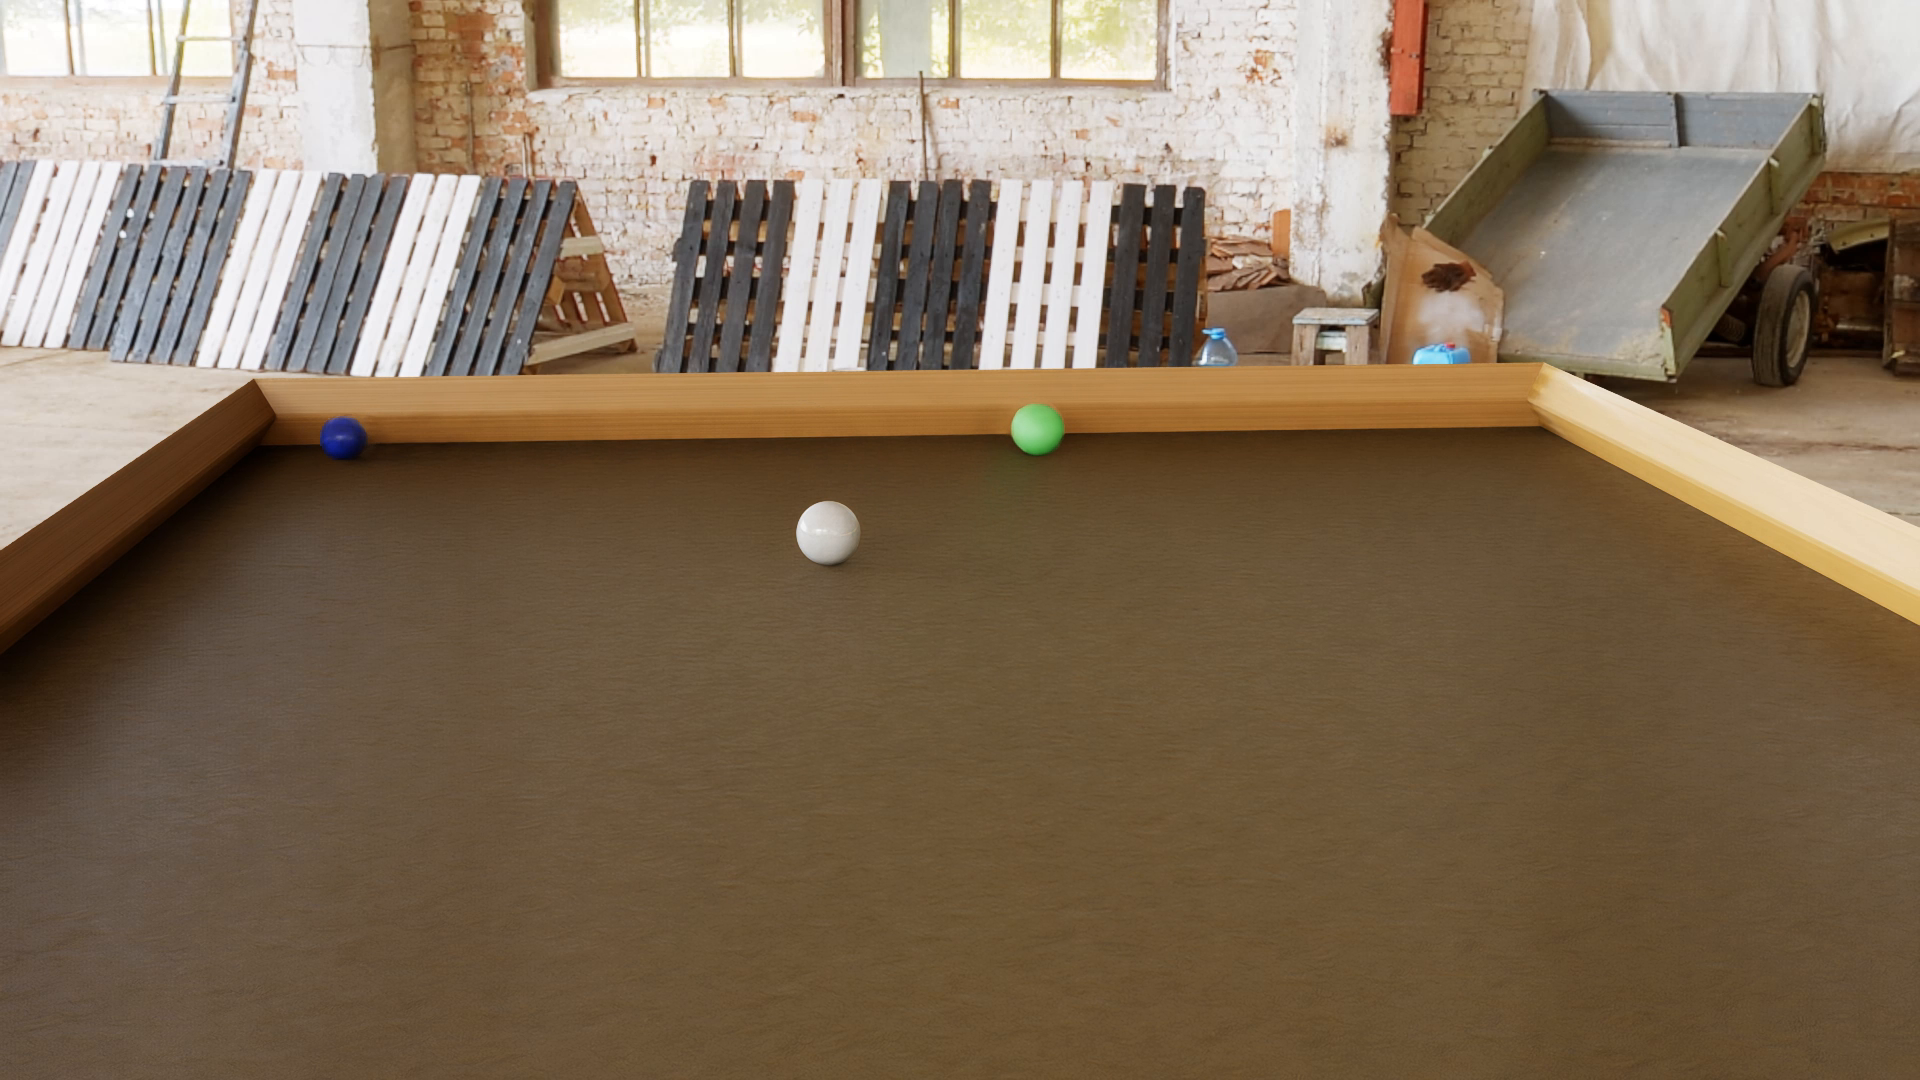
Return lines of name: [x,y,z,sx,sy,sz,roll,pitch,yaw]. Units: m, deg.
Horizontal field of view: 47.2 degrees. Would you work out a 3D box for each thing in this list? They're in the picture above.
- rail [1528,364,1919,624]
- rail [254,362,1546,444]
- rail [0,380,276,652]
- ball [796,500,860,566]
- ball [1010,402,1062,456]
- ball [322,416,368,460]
rail: [1.245,0.202,2.110,0.045,0.119,4.188,-1,13,-5]
rail: [-0.083,-0.247,4.027,2.375,0.119,0.045,-1,13,-5]
rail: [-1.075,0.245,1.926,0.045,0.119,4.188,-1,13,-5]
ball: [-0.184,-0.010,3.080,0.090,0.090,0.090,0,13,0]
ball: [0.135,-0.195,3.870,0.092,0.092,0.092,0,13,0]
ball: [-1.071,-0.177,3.827,0.076,0.076,0.076,0,13,0]
